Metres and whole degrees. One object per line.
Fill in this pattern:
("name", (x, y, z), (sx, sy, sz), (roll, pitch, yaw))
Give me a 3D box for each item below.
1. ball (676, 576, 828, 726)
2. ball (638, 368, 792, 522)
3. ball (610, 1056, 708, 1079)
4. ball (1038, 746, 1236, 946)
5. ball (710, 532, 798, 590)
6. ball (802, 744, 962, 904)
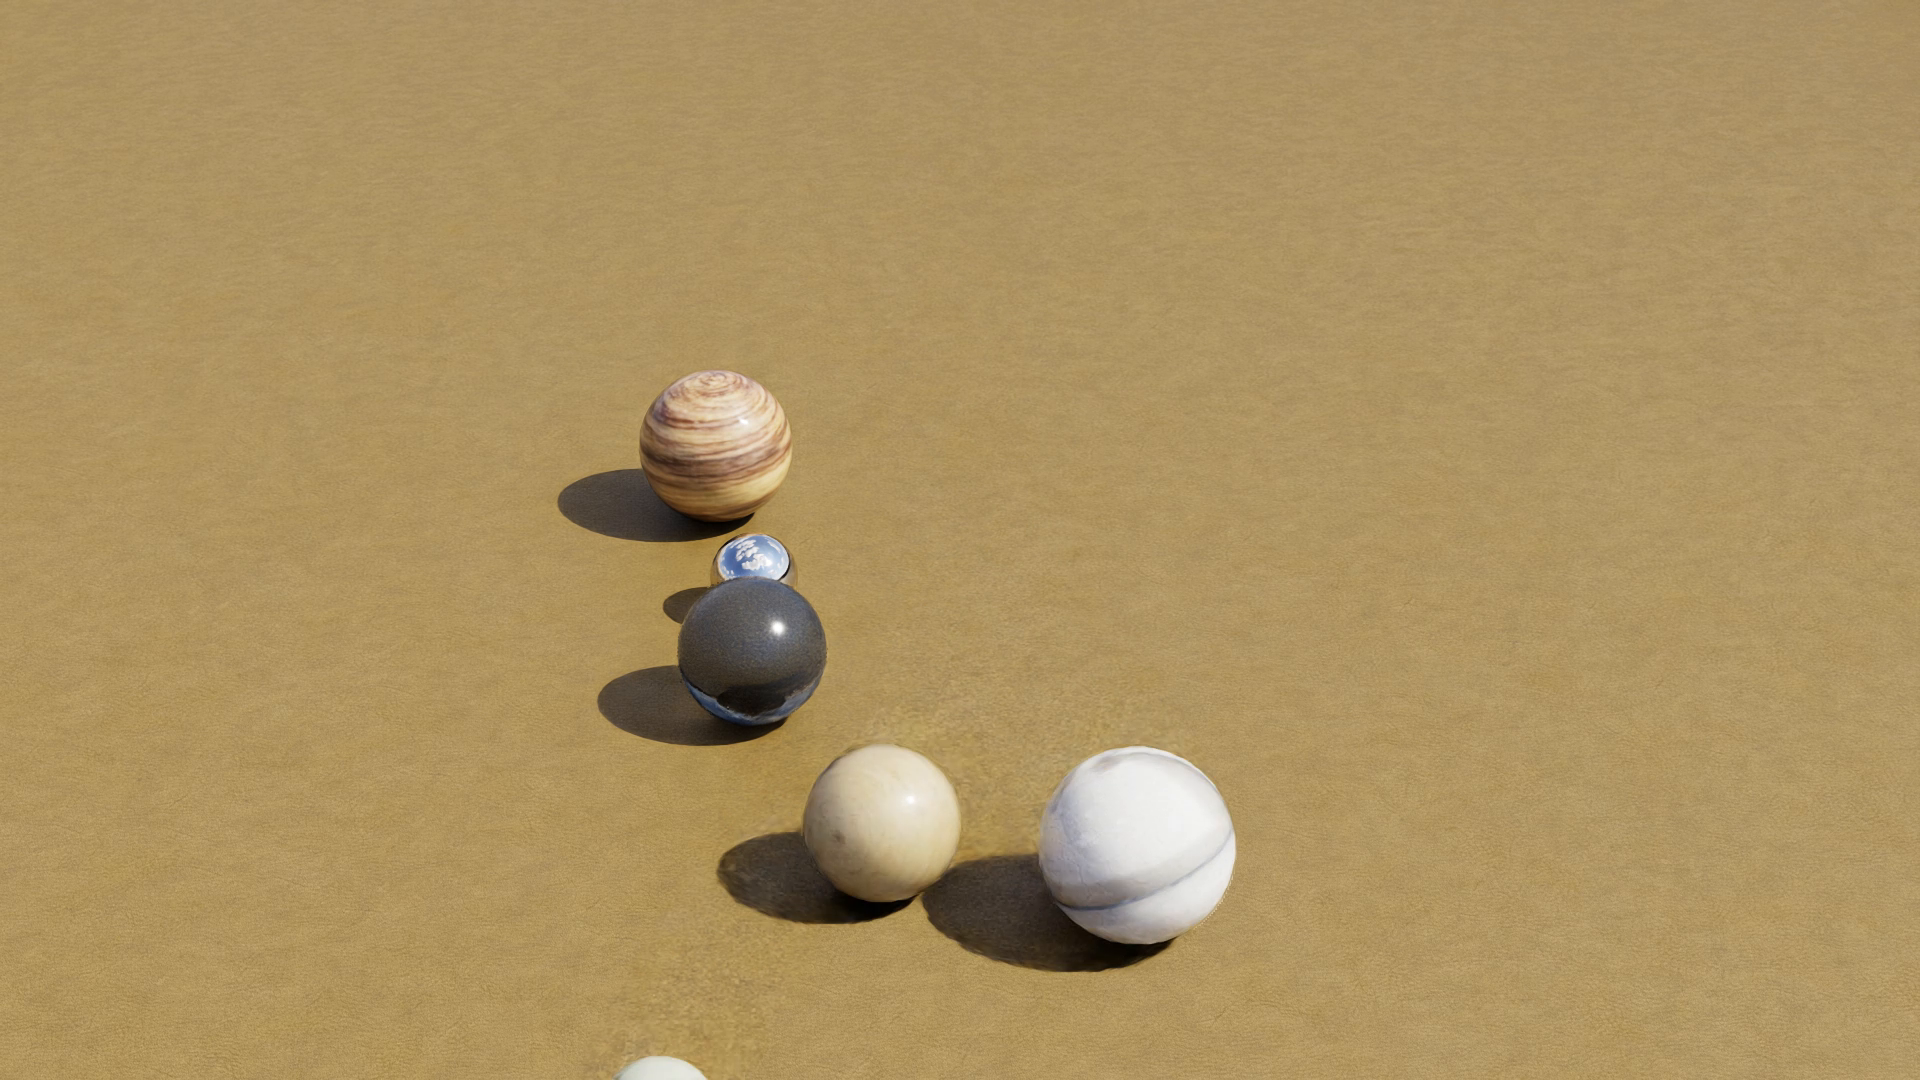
("ball", (-0.112, 0.060, 1.582), (0.081, 0.081, 0.081), (0, 29, 0))
("ball", (-0.148, -0.057, 1.777), (0.093, 0.093, 0.093), (0, 29, 0))
("ball", (-0.130, 0.250, 1.270), (0.054, 0.054, 0.054), (0, 29, 0))
("ball", (0.085, 0.147, 1.412), (0.095, 0.095, 0.095), (0, 29, 0))
("ball", (-0.118, 0.021, 1.682), (0.051, 0.051, 0.051), (0, 29, 0))
("ball", (-0.038, 0.139, 1.443), (0.078, 0.078, 0.078), (0, 29, 0))
